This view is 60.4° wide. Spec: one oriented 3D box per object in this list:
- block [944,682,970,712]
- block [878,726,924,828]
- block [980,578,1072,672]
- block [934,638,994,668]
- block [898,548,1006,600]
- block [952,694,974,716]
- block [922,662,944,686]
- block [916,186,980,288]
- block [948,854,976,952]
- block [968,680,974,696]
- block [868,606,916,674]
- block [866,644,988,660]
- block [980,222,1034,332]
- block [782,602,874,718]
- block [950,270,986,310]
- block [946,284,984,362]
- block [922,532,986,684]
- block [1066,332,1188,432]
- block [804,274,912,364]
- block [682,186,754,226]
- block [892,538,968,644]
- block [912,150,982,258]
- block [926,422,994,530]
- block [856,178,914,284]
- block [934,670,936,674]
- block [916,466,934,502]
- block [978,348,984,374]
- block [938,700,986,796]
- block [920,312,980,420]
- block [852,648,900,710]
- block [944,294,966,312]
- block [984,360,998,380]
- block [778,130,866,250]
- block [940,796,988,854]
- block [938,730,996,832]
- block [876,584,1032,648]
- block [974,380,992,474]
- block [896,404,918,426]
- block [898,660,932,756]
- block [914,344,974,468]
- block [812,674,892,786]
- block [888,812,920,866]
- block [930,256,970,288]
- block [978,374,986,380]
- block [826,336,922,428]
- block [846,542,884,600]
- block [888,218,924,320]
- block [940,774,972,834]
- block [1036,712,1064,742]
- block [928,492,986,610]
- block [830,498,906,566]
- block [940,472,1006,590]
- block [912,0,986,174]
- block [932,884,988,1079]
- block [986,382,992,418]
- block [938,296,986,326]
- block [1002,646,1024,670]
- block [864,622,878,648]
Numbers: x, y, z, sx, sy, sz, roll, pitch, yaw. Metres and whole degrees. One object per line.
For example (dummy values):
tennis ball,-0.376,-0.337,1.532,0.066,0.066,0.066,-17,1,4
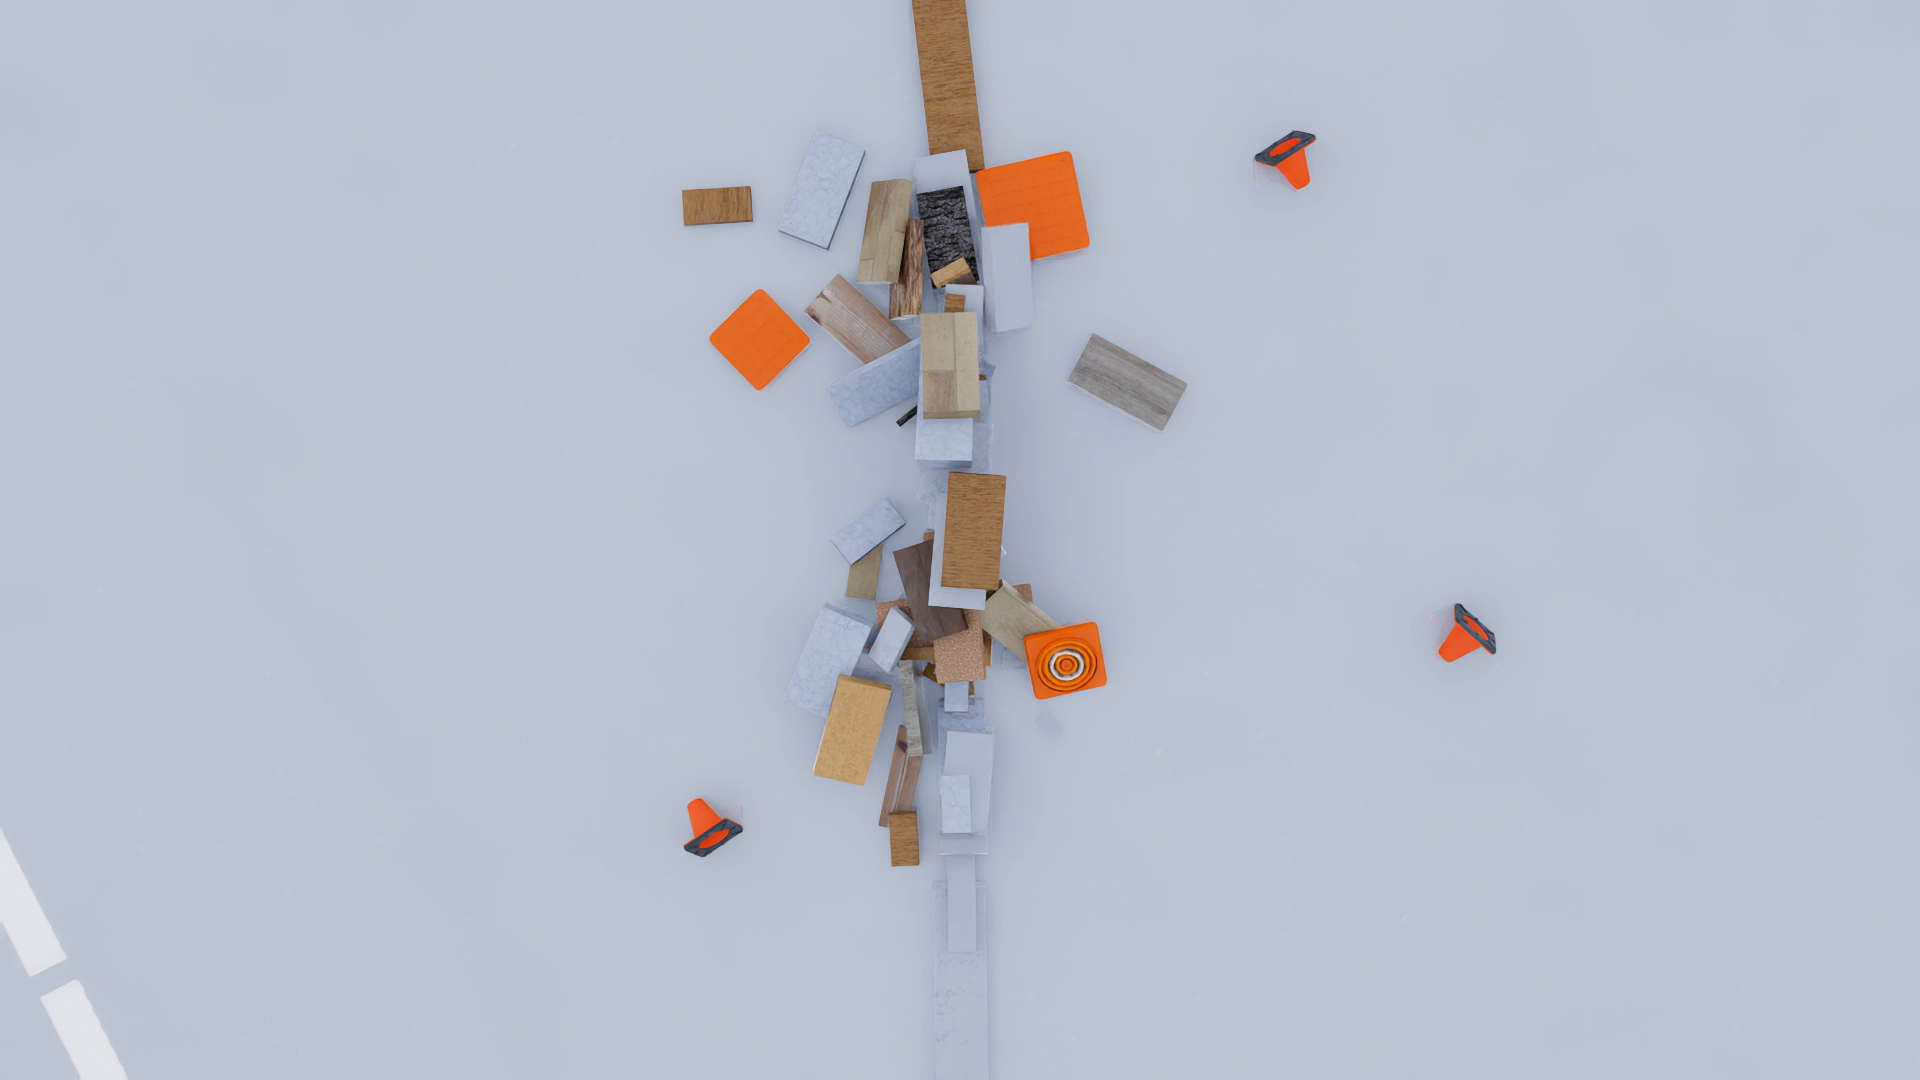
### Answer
block,-0.010,0.484,5.408,0.077,0.022,0.154,0,85,10
block,-0.189,0.792,5.486,0.098,0.028,0.339,12,90,0
block,0.197,0.281,5.397,0.321,0.046,0.161,39,108,-22
block,0.011,0.372,5.453,0.190,0.027,0.095,0,68,11
block,-0.027,0.113,5.398,0.377,0.027,0.095,-35,94,13
block,0.008,0.507,5.456,0.077,0.022,0.154,-2,64,0
block,-0.078,0.445,5.467,0.094,0.013,0.047,26,90,36
block,-0.040,-0.993,5.415,0.155,0.044,0.310,-10,100,0
block,0.004,1.081,5.448,0.092,0.026,0.539,-1,82,0
block,0.004,0.438,5.460,0.077,0.022,0.154,-5,67,0
block,-0.220,0.324,5.356,0.098,0.028,0.196,39,117,27
block,-0.132,0.373,5.442,0.444,0.013,0.047,-2,113,11
block,0.155,-0.858,5.385,0.168,0.048,0.336,-17,110,-39
block,-0.433,0.399,5.409,0.175,0.049,0.349,24,104,-1
block,0.027,-0.816,5.433,0.079,0.022,0.158,-22,131,10
block,0.011,-0.707,5.373,0.123,0.035,0.247,3,97,1
block,-0.017,0.212,5.318,0.154,0.044,0.489,-5,91,12
block,0.555,-0.521,5.475,0.357,0.051,0.179,28,90,0
block,-0.334,-0.708,5.476,0.336,0.048,0.168,42,90,0
block,-0.806,-1.111,5.484,0.226,0.032,0.113,-4,90,0
block,-0.094,0.161,5.288,0.154,0.044,0.309,-18,88,12
block,-0.039,-1.096,5.445,0.175,0.050,0.350,-10,100,0
block,0.002,-0.201,5.265,0.178,0.050,0.356,6,85,-1
block,-0.248,-1.011,5.420,0.048,0.168,0.336,9,90,-39
block,-0.020,0.378,5.394,0.071,0.020,0.162,25,93,11
block,-0.071,-0.211,5.317,0.095,0.027,0.190,16,94,0
block,0.016,-0.588,5.440,0.123,0.035,0.247,-3,105,2
block,0.007,0.687,5.439,0.156,0.044,0.311,-1,75,0
block,-0.031,-0.556,5.242,0.179,0.051,0.357,-2,66,0
block,-0.361,0.431,5.459,0.321,0.046,0.161,22,104,0
block,-0.021,-0.734,5.344,0.062,0.017,0.123,8,97,0
block,0.065,-0.577,5.475,0.106,0.015,0.053,25,120,-5
block,-0.458,-1.159,5.475,0.175,0.050,0.350,21,90,0
block,0.010,0.876,5.435,0.156,0.044,0.311,-1,75,0
block,0.023,0.785,5.367,0.156,0.044,0.311,5,75,2
block,-0.014,0.255,5.416,0.510,0.046,0.161,-7,119,-2
block,0.013,-0.344,5.343,0.167,0.047,0.335,-4,94,1
block,-0.158,-0.422,5.469,0.123,0.062,0.017,-38,90,0
block,-0.145,0.549,5.402,0.044,0.154,0.309,-8,83,10
block,-0.043,-0.448,5.250,0.178,0.050,0.456,2,66,1
block,-0.355,0.624,5.417,0.175,0.049,0.349,14,105,-9
block,-0.185,0.990,5.464,0.092,0.026,0.184,-3,104,0
block,-0.032,-0.872,5.384,0.123,0.017,0.062,-28,47,3
block,0.016,-0.426,5.448,0.123,0.035,0.247,4,107,0
block,-0.243,-0.524,5.438,0.370,0.044,0.155,-27,124,0
block,-0.317,0.097,5.486,0.098,0.028,0.196,9,90,0
block,-0.177,-0.887,5.421,0.044,0.155,0.311,1,90,-28
block,-0.013,0.852,5.314,0.092,0.026,0.184,-2,75,0
block,0.300,0.623,5.493,0.047,0.013,0.094,-38,90,0
block,0.004,0.035,5.207,0.178,0.050,0.356,5,95,-1
block,-0.305,-0.028,5.461,0.226,0.032,0.113,-38,83,-8
block,0.042,-0.028,5.150,0.179,0.051,0.357,4,95,-1
block,-0.056,-1.657,5.475,0.175,0.050,0.885,-7,90,0
block,0.004,1.607,5.475,0.175,0.049,0.914,-1,90,0
block,0.012,-0.354,5.426,0.167,0.047,0.335,3,107,1
block,0.012,-0.755,5.441,0.158,0.022,0.079,36,119,-25
block,0.181,0.361,5.490,0.071,0.020,0.142,6,90,0
block,-0.263,0.309,5.490,0.142,0.020,0.071,-18,90,0
